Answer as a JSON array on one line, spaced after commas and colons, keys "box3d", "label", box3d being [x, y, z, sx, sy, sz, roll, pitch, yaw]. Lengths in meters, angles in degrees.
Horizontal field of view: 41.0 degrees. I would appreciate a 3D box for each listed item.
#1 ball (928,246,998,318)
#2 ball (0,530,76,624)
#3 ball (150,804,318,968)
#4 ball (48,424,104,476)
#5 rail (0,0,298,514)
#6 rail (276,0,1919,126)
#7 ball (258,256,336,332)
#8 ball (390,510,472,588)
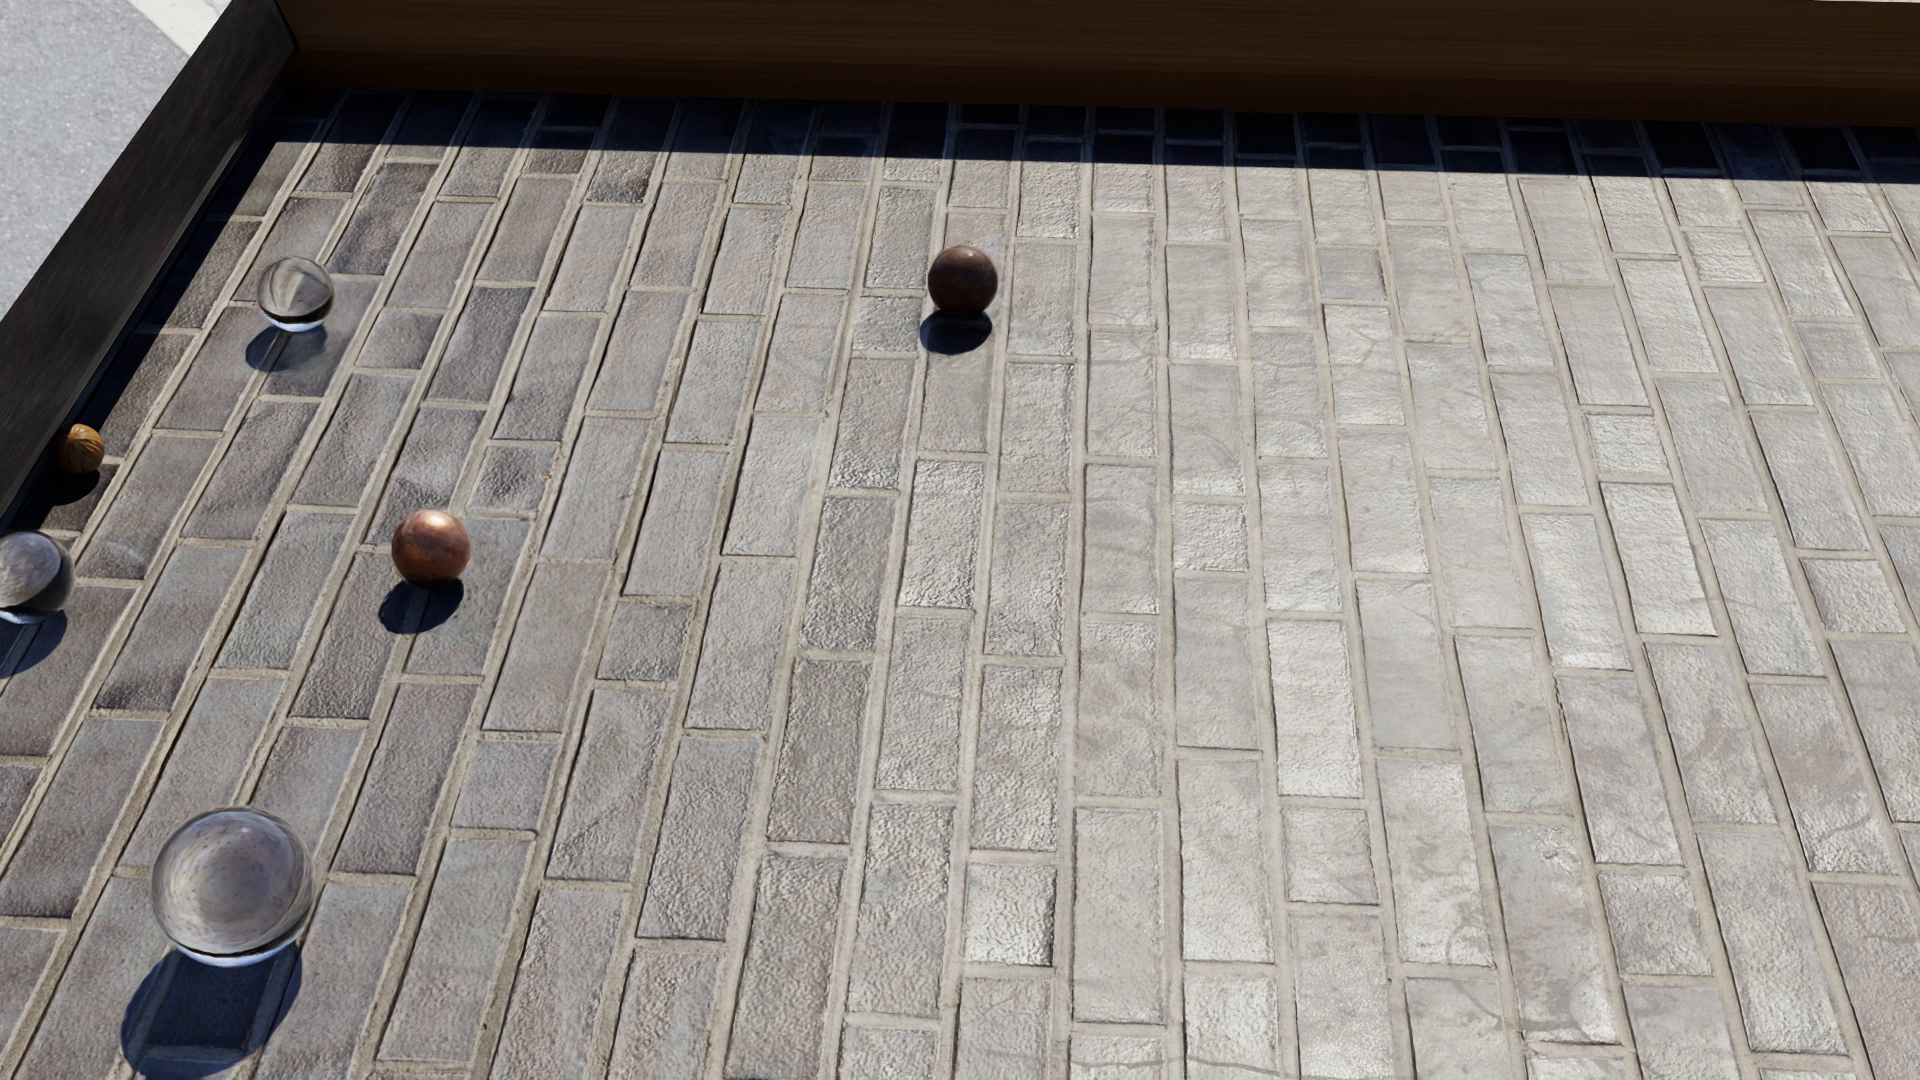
[{"box3d": [0.002, -0.219, 2.177, 0.061, 0.061, 0.061, 0, 35, 0], "label": "ball"}, {"box3d": [-0.664, 0.026, 1.823, 0.067, 0.067, 0.067, 0, 35, 0], "label": "ball"}, {"box3d": [-0.435, 0.208, 1.538, 0.097, 0.097, 0.097, 0, 35, 0], "label": "ball"}, {"box3d": [-0.682, -0.069, 1.981, 0.041, 0.041, 0.041, 0, 35, 0], "label": "ball"}, {"box3d": [-0.707, -0.050, 1.877, 0.045, 0.126, 1.592, 2, 35, 3], "label": "rail"}, {"box3d": [0.775, -0.446, 2.441, 2.926, 0.126, 0.045, 2, 35, 3], "label": "rail"}, {"box3d": [-0.558, -0.207, 2.157, 0.063, 0.063, 0.063, 0, 35, 0], "label": "ball"}, {"box3d": [-0.383, 0.006, 1.860, 0.057, 0.057, 0.057, 0, 35, 0], "label": "ball"}]
